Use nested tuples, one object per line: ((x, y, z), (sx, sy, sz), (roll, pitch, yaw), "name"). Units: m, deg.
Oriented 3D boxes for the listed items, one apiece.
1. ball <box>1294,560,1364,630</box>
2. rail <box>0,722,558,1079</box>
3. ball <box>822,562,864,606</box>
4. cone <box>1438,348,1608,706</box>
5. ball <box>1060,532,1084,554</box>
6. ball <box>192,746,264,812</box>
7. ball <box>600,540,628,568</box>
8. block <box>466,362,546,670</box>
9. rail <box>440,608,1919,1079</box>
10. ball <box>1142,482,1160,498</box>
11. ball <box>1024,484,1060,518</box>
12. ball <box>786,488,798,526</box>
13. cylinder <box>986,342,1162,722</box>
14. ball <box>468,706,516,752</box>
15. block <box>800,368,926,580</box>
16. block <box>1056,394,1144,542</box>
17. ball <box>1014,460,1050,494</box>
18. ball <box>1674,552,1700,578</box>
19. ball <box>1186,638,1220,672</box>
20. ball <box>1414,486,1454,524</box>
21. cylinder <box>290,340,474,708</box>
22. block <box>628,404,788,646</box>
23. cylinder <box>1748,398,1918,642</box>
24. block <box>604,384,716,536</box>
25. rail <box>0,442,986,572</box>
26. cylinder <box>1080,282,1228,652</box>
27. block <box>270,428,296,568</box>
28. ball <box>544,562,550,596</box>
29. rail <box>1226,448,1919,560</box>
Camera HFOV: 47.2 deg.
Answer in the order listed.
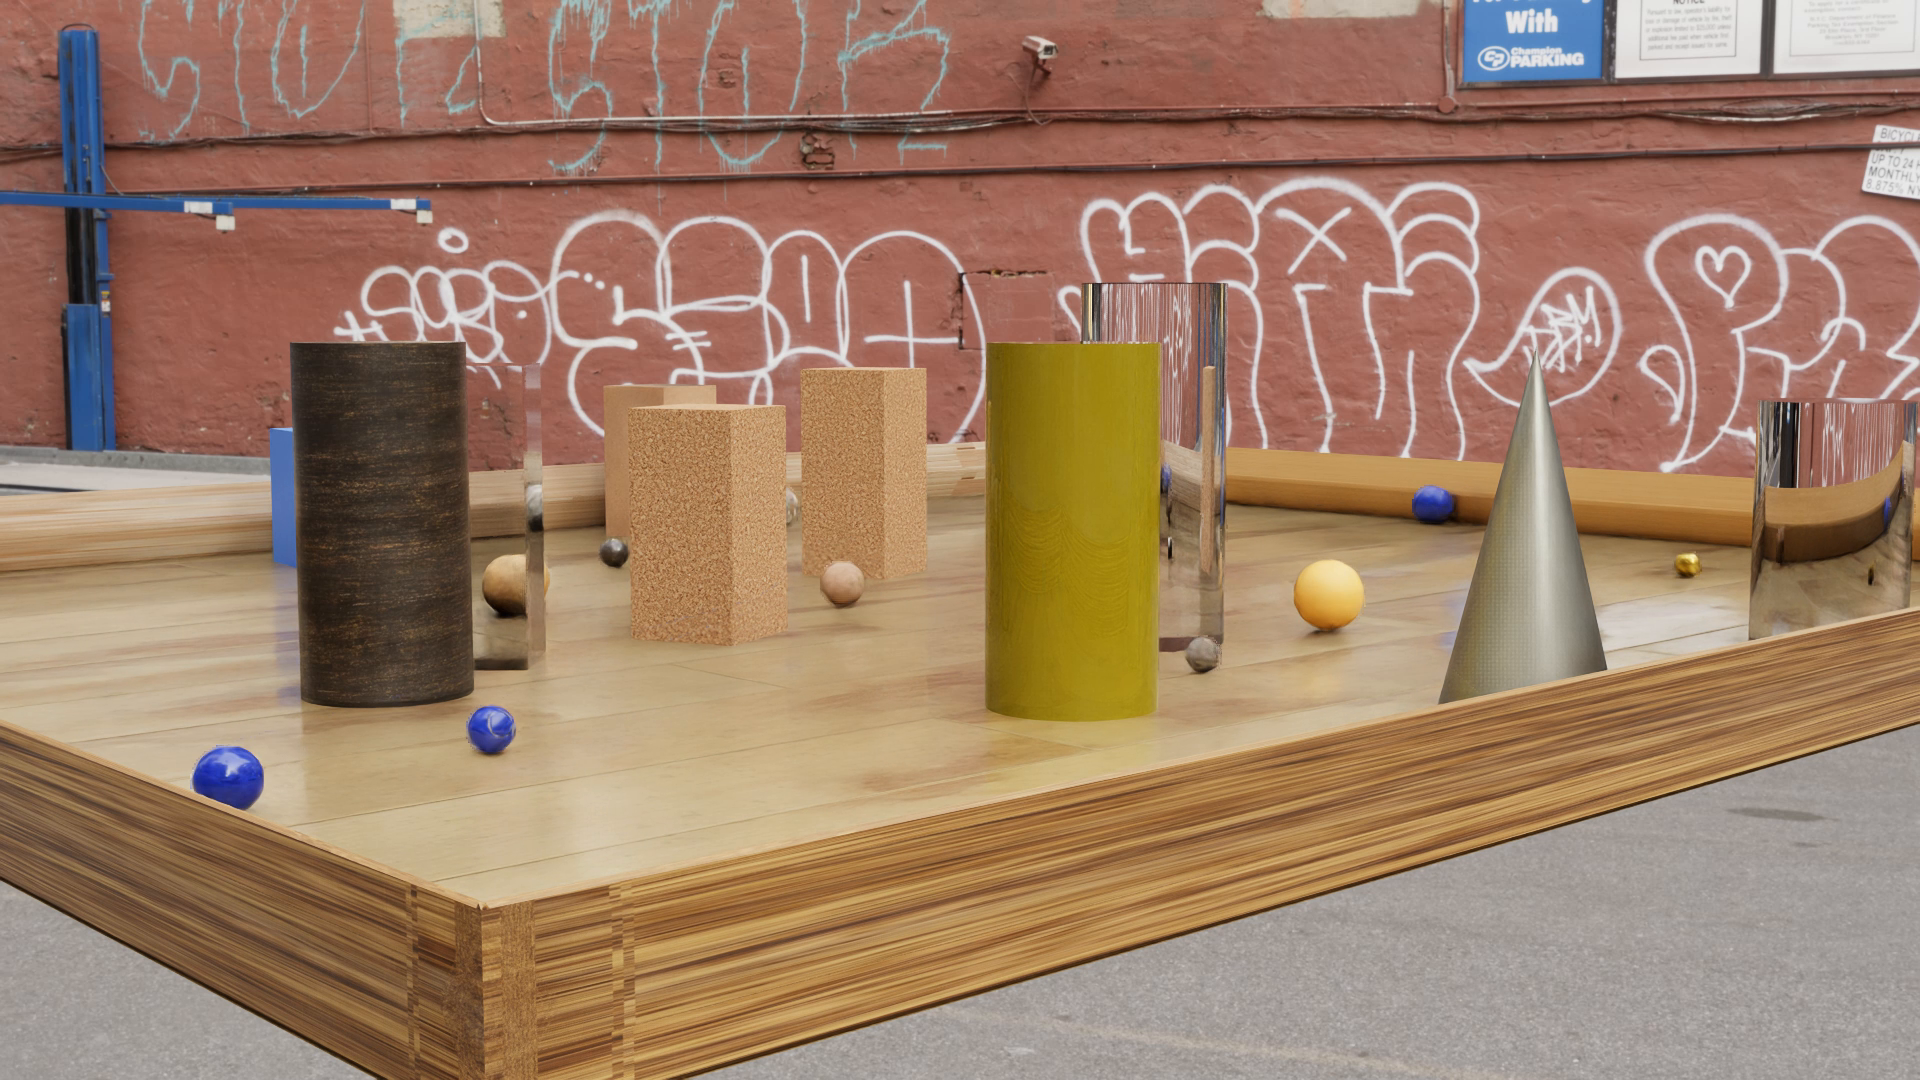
((0.515, 0.076, 3.069), (0.098, 0.098, 0.098), (0, 6, 0), "ball")
((-1.199, 0.148, 2.232), (0.045, 0.127, 2.833), (-5, 8, -42), "rail")
((-0.177, 0.066, 3.322), (0.066, 0.066, 0.066), (0, 6, 0), "ball")
((0.614, -0.005, 2.363), (0.196, 0.407, 0.196), (0, 6, 0), "cone")
((0.204, 0.006, 4.011), (0.042, 0.042, 0.042), (0, 6, 0), "ball")
((-0.647, 0.213, 1.945), (0.061, 0.061, 0.061), (0, 6, 0), "ball")
((-0.598, 0.023, 3.810), (0.049, 0.049, 0.049), (0, 6, 0), "ball")
((-0.617, -0.033, 2.779), (0.157, 0.376, 0.157), (0, 6, -3), "block")
((0.945, 0.140, 2.314), (3.310, 0.127, 0.045), (-5, 8, -42), "rail")
((0.454, -0.119, 5.212), (0.041, 0.041, 0.041), (0, 6, 0), "ball")
((0.174, -0.084, 4.701), (0.076, 0.076, 0.076), (0, 6, 0), "ball")
((-0.375, -0.068, 4.485), (0.091, 0.091, 0.091), (0, 6, 0), "ball")
((0.126, -0.016, 2.462), (0.196, 0.408, 0.196), (0, 6, 0), "cylinder")
((-0.472, 0.191, 2.217), (0.048, 0.048, 0.048), (0, 6, 0), "ball")
((-0.162, -0.117, 3.724), (0.157, 0.346, 0.157), (3, 7, 25), "block")
((0.270, -0.141, 4.282), (0.157, 0.278, 0.157), (0, 6, -1), "block")
((0.174, -0.151, 5.295), (0.086, 0.086, 0.086), (0, 6, 0), "ball")
((1.216, 0.041, 3.676), (0.042, 0.042, 0.042), (0, 6, 0), "ball")
((0.300, 0.142, 2.709), (0.043, 0.043, 0.043), (0, 6, 0), "ball")
((0.987, -0.073, 4.580), (0.080, 0.080, 0.080), (0, 6, 0), "ball")
((-0.667, -0.024, 2.542), (0.196, 0.408, 0.196), (0, 6, 0), "cylinder")
((-0.343, -0.025, 3.007), (0.157, 0.313, 0.157), (3, 6, 23), "block")
((1.140, -0.019, 2.876), (0.196, 0.327, 0.196), (0, 6, 0), "cylinder")
((-0.594, -0.159, 4.370), (0.157, 0.295, 0.157), (4, 7, 33), "block")
((-0.945, -0.073, 4.350), (3.310, 0.127, 0.045), (-5, 8, -42), "rail")
((0.258, -0.102, 2.943), (0.196, 0.479, 0.196), (0, 6, 0), "cylinder")
((-1.110, -0.078, 3.875), (0.157, 0.236, 0.157), (-4, 7, -35), "block")
((-0.656, 0.059, 3.274), (0.090, 0.090, 0.090), (0, 6, 0), "ball")
((1.199, -0.082, 4.432), (0.045, 0.127, 2.833), (-5, 8, -42), "rail")
